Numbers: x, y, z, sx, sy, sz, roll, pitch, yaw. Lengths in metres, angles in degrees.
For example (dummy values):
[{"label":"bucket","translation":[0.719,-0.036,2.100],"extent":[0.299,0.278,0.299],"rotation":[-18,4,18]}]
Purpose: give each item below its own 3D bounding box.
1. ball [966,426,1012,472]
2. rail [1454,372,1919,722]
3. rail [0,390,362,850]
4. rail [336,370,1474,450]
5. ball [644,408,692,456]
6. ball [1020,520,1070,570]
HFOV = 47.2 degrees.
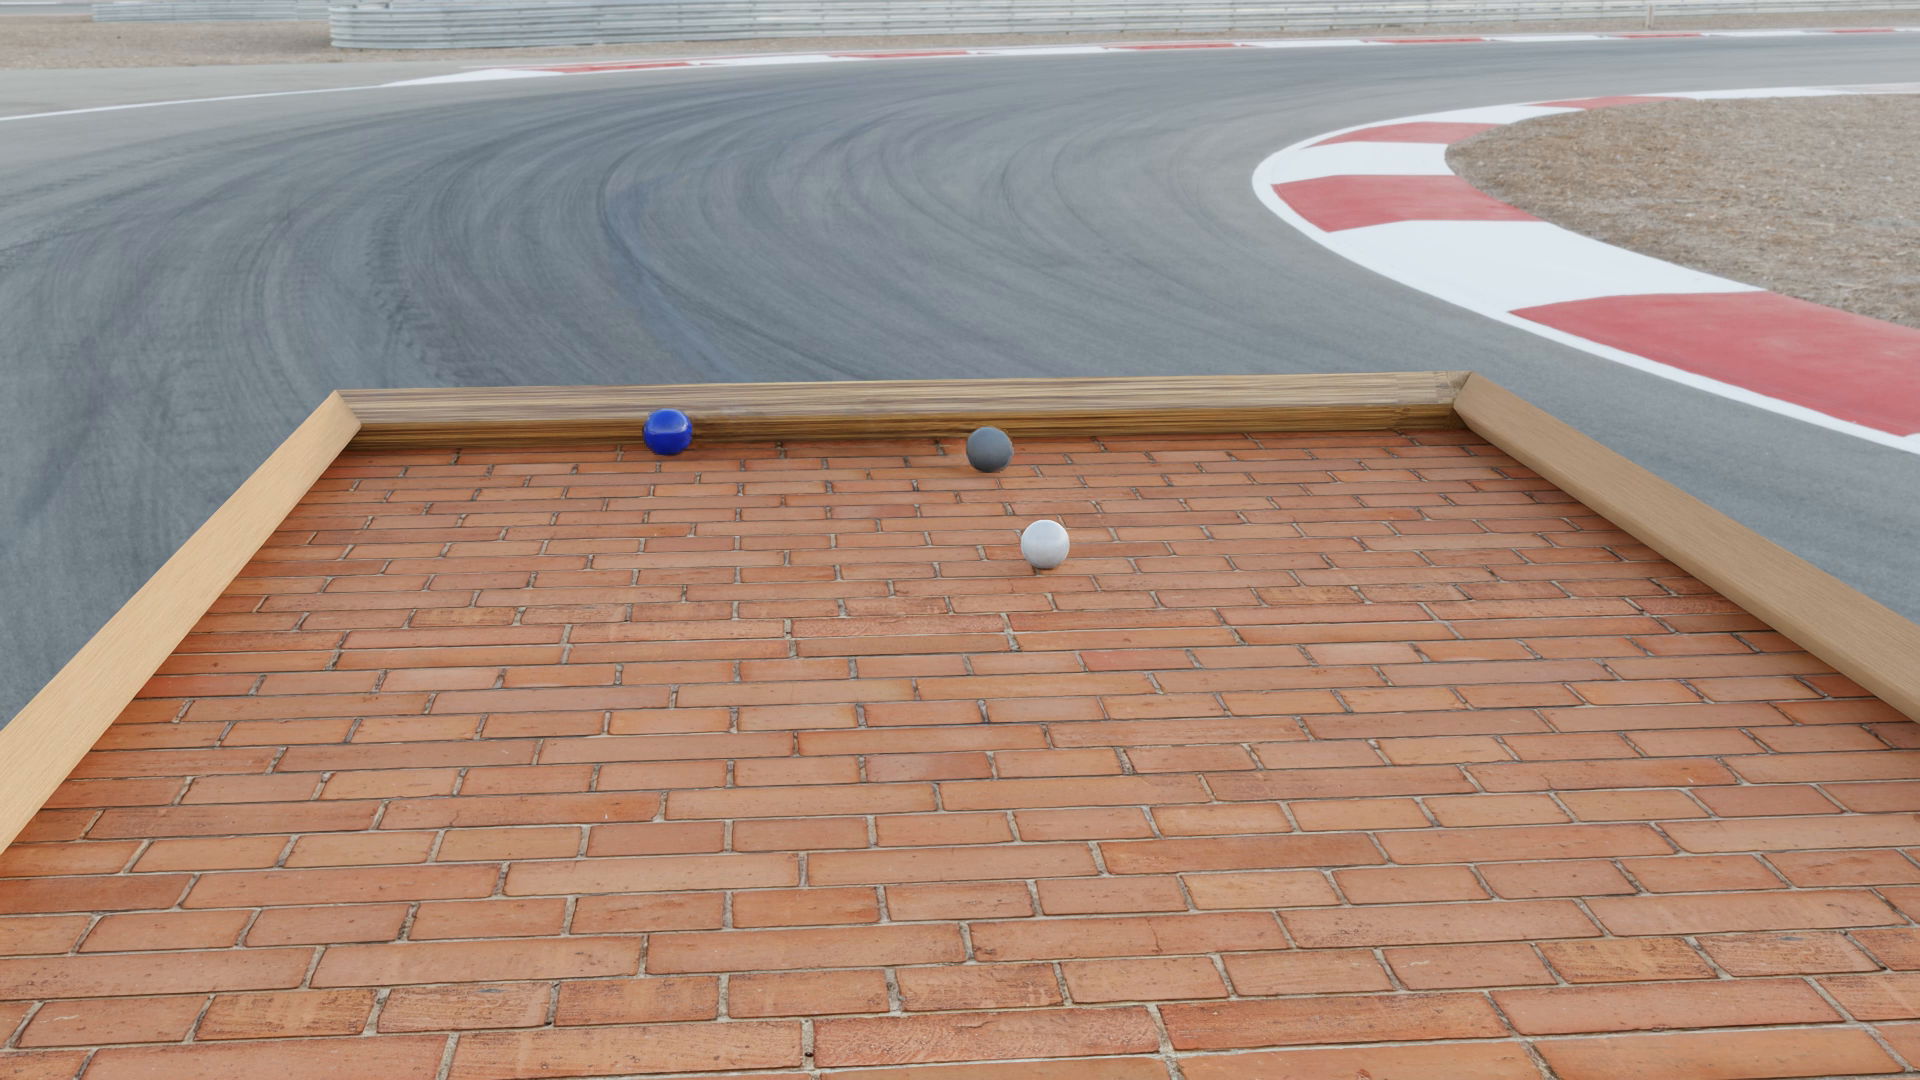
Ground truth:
[{"label":"ball","translation":[0.042,-0.135,3.275],"extent":[0.068,0.068,0.068],"rotation":[0,15,0]},{"label":"rail","translation":[0.946,0.160,2.103],"extent":[0.045,0.095,3.050],"rotation":[-1,15,-5]},{"label":"rail","translation":[-0.809,0.200,1.951],"extent":[0.045,0.095,3.050],"rotation":[-1,15,-5]},{"label":"rail","translation":[-0.066,-0.202,3.473],"extent":[1.809,0.095,0.045],"rotation":[-1,15,-5]},{"label":"ball","translation":[-0.448,-0.167,3.387],"extent":[0.073,0.073,0.073],"rotation":[0,15,0]},{"label":"ball","translation":[0.107,0.005,2.755],"extent":[0.062,0.062,0.062],"rotation":[0,15,0]}]
